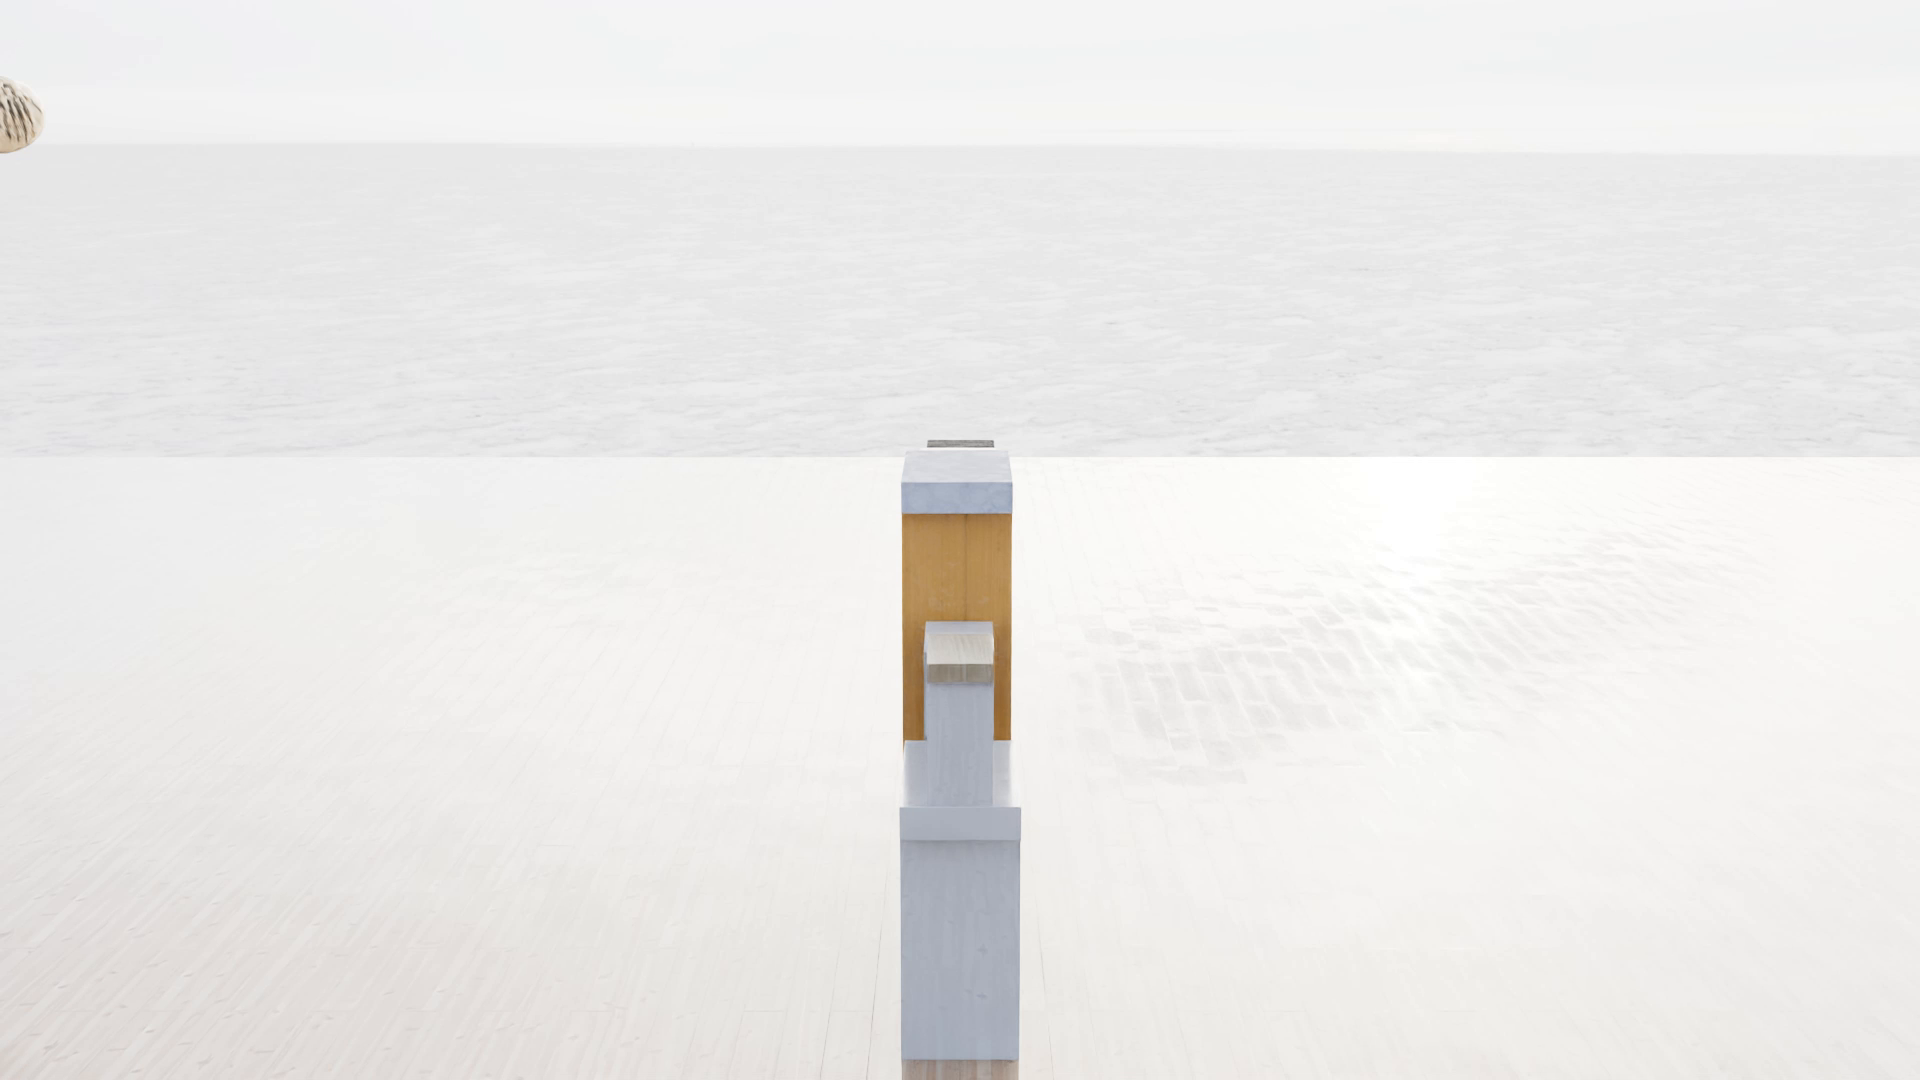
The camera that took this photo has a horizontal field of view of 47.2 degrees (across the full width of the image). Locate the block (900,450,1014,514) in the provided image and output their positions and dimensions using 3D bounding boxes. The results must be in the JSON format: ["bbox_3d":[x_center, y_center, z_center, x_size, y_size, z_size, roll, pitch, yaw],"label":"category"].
[{"bbox_3d":[-0.005,-0.096,3.541,0.172,0.049,0.344,0,11,0],"label":"block"}]

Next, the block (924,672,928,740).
[{"bbox_3d":[-0.002,0.286,3.258,0.103,0.205,0.029,0,11,0],"label":"block"}]

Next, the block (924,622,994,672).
[{"bbox_3d":[-0.001,0.158,3.303,0.103,0.029,0.205,0,11,0],"label":"block"}]

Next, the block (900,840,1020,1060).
[{"bbox_3d":[0.000,0.548,3.005,0.162,0.324,0.046,0,11,0],"label":"block"}]

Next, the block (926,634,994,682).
[{"bbox_3d":[0.000,0.158,2.953,0.087,0.025,0.174,0,11,0],"label":"block"}]

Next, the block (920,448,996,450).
[{"bbox_3d":[-0.003,-0.123,3.855,0.138,0.039,0.275,0,11,0],"label":"block"}]

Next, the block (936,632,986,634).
[{"bbox_3d":[0.002,0.158,3.120,0.072,0.021,0.145,0,11,0],"label":"block"}]

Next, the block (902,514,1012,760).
[{"bbox_3d":[-0.005,0.147,3.469,0.172,0.402,0.049,0,10,0],"label":"block"}]

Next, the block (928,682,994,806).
[{"bbox_3d":[0.000,0.266,2.914,0.087,0.174,0.025,0,11,0],"label":"block"}]

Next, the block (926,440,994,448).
[{"bbox_3d":[0.001,-0.152,4.126,0.128,0.036,0.256,0,11,0],"label":"block"}]

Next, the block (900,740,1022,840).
[{"bbox_3d":[0.000,0.347,3.078,0.162,0.046,0.324,0,11,0],"label":"block"}]
